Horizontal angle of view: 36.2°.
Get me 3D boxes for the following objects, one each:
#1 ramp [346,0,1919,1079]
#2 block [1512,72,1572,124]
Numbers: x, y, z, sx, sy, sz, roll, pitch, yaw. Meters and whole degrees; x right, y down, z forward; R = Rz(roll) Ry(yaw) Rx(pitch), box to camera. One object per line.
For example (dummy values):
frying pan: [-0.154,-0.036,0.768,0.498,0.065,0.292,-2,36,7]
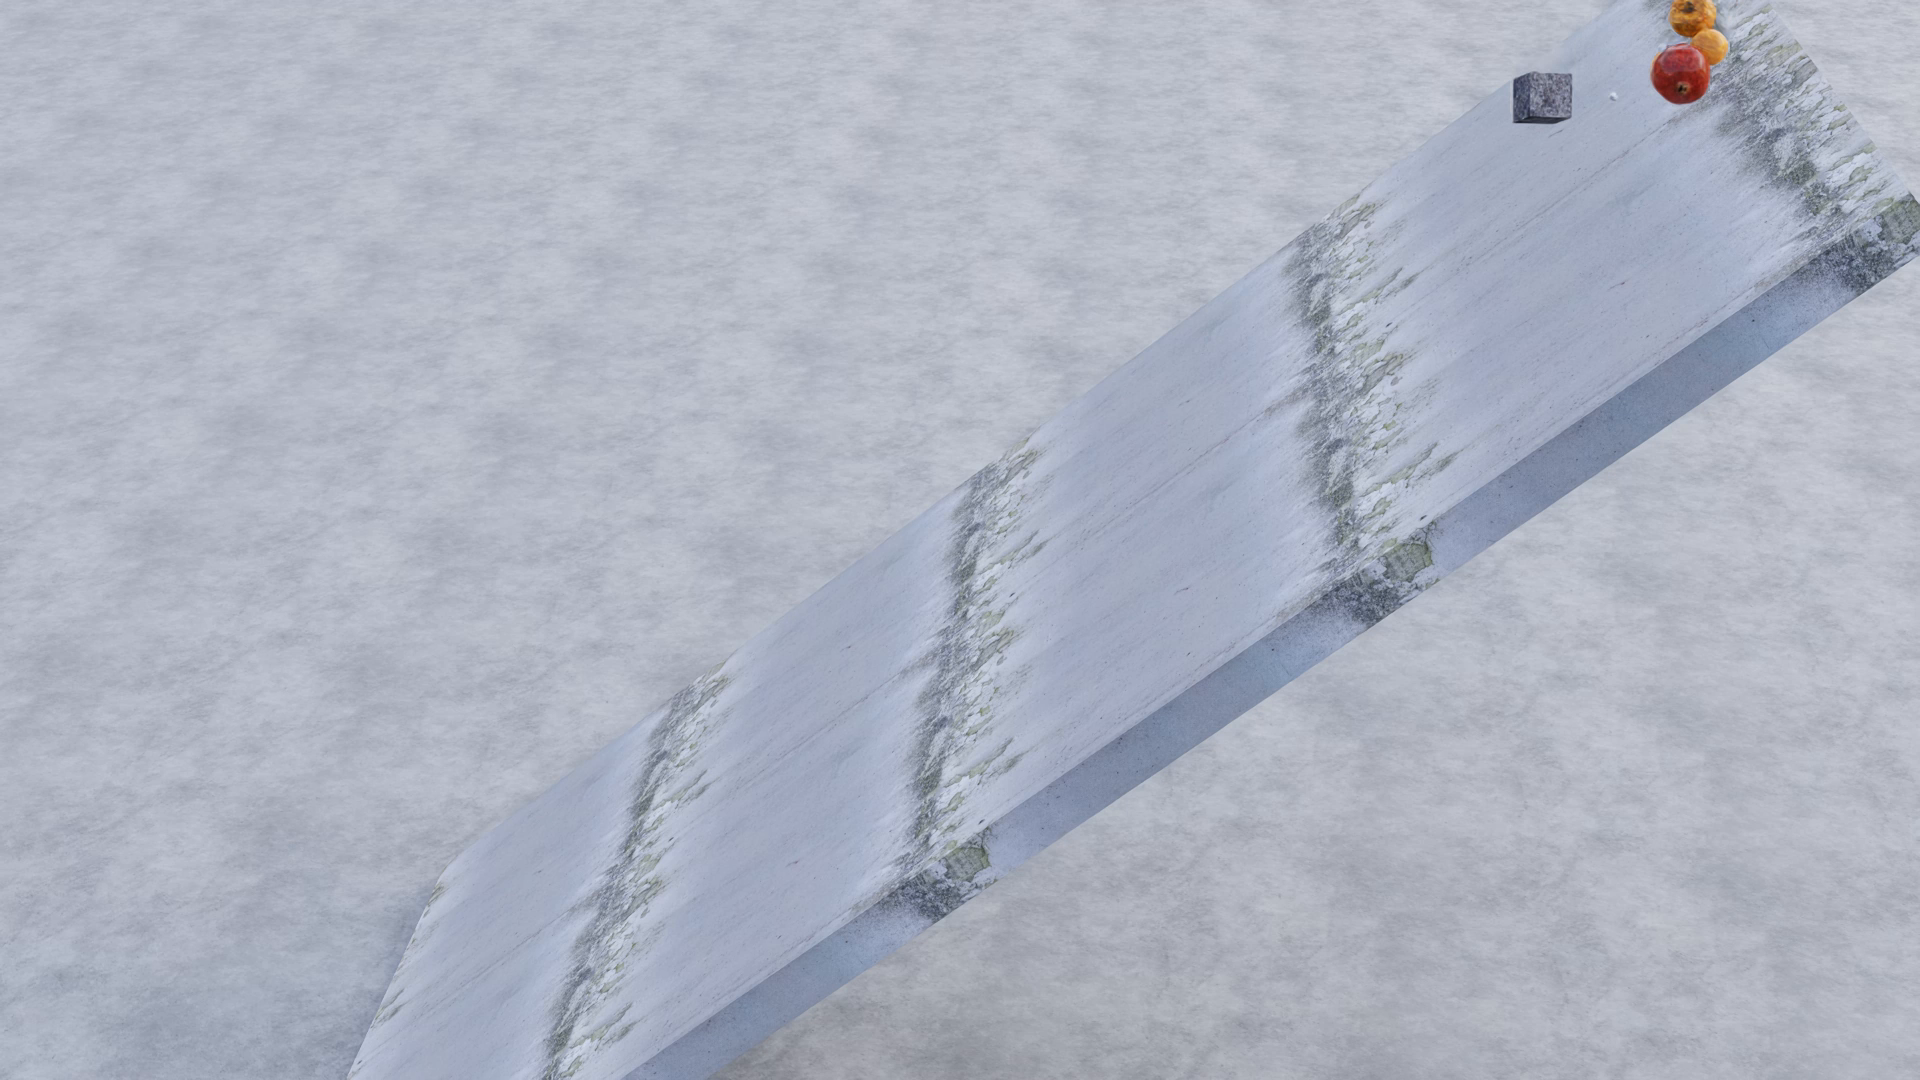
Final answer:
ramp: [0.119,0.186,6.343,4.000,0.100,2.000,-36,16,18]
block: [1.093,-0.829,5.524,0.082,0.082,0.082,0,-1,-12]
